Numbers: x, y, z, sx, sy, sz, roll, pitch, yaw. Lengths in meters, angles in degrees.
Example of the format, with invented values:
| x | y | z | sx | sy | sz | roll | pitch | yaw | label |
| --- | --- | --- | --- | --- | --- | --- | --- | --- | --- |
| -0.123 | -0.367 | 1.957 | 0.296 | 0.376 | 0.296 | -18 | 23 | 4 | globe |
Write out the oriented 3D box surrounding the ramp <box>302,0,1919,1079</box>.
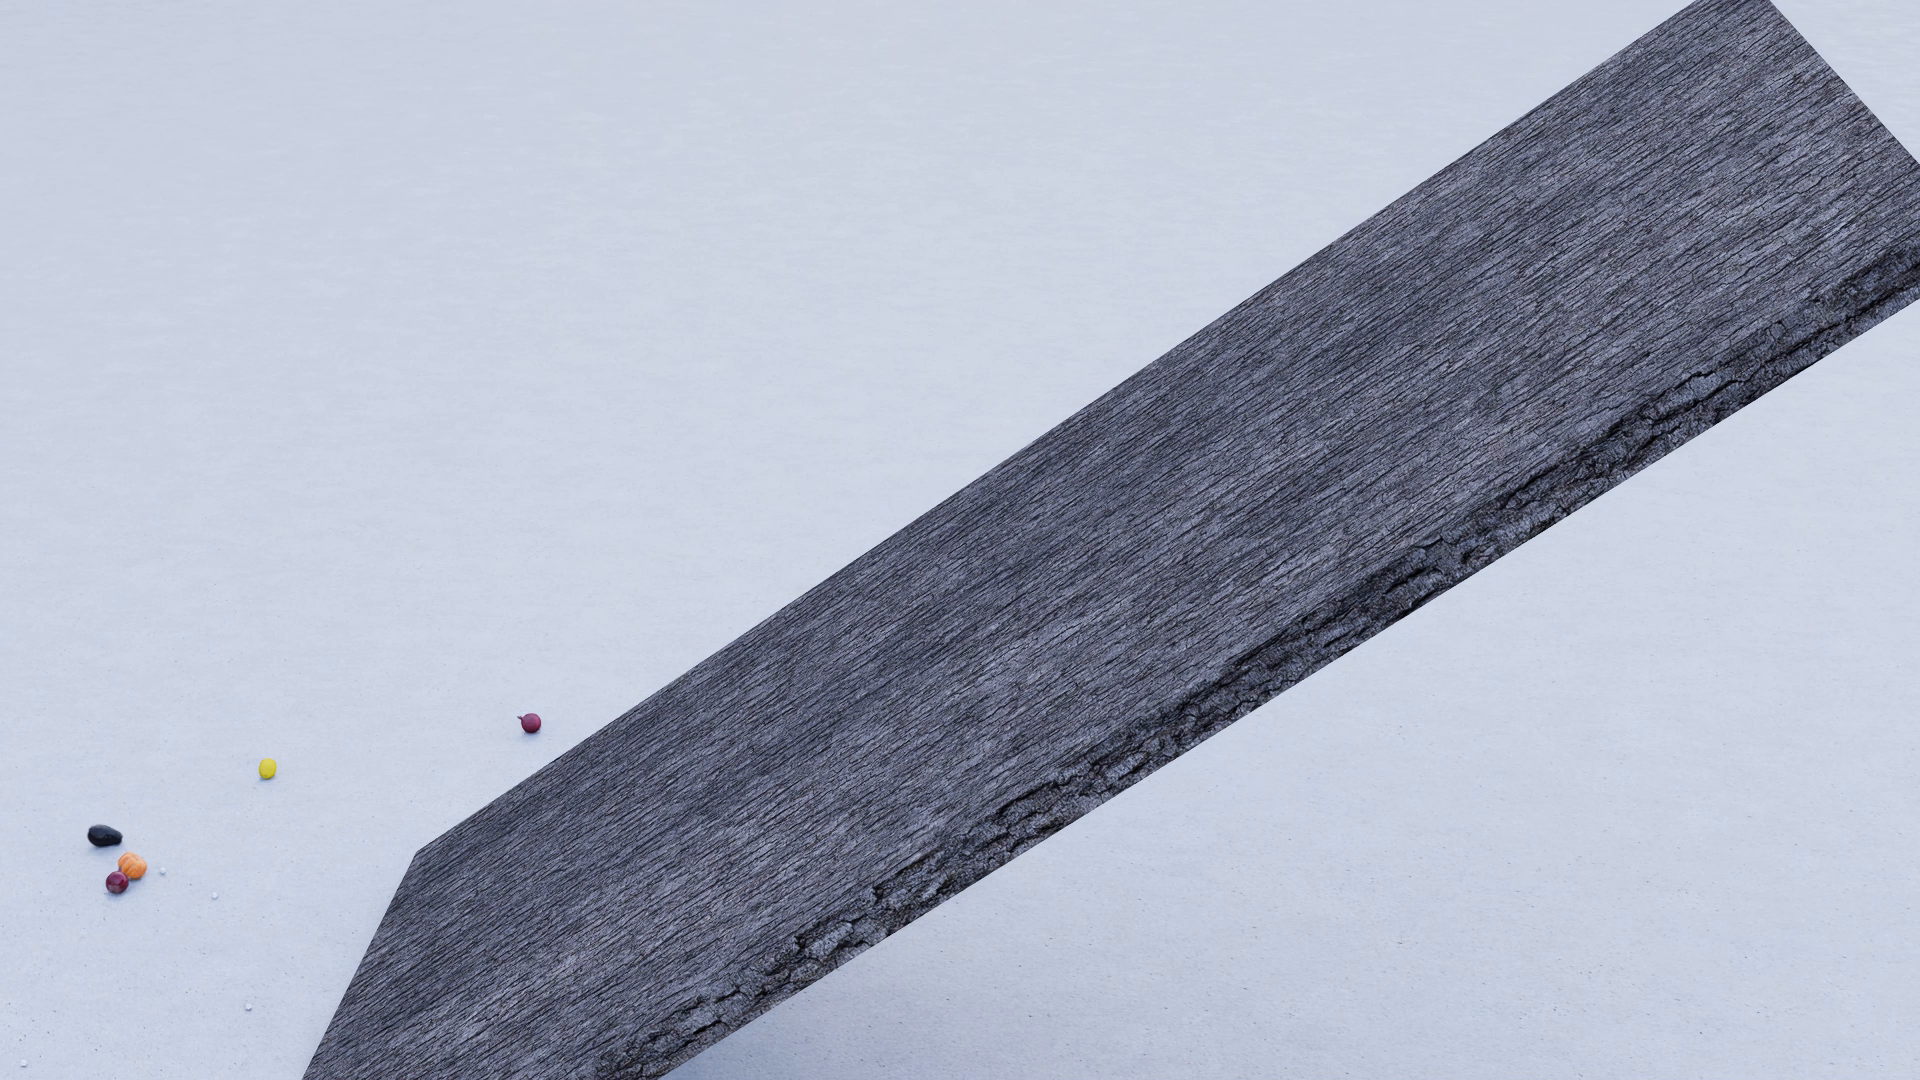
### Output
| x | y | z | sx | sy | sz | roll | pitch | yaw | label |
| --- | --- | --- | --- | --- | --- | --- | --- | --- | --- |
| 0.132 | 0.177 | 6.315 | 4.000 | 0.100 | 2.000 | -33 | 16 | 16 | ramp |
